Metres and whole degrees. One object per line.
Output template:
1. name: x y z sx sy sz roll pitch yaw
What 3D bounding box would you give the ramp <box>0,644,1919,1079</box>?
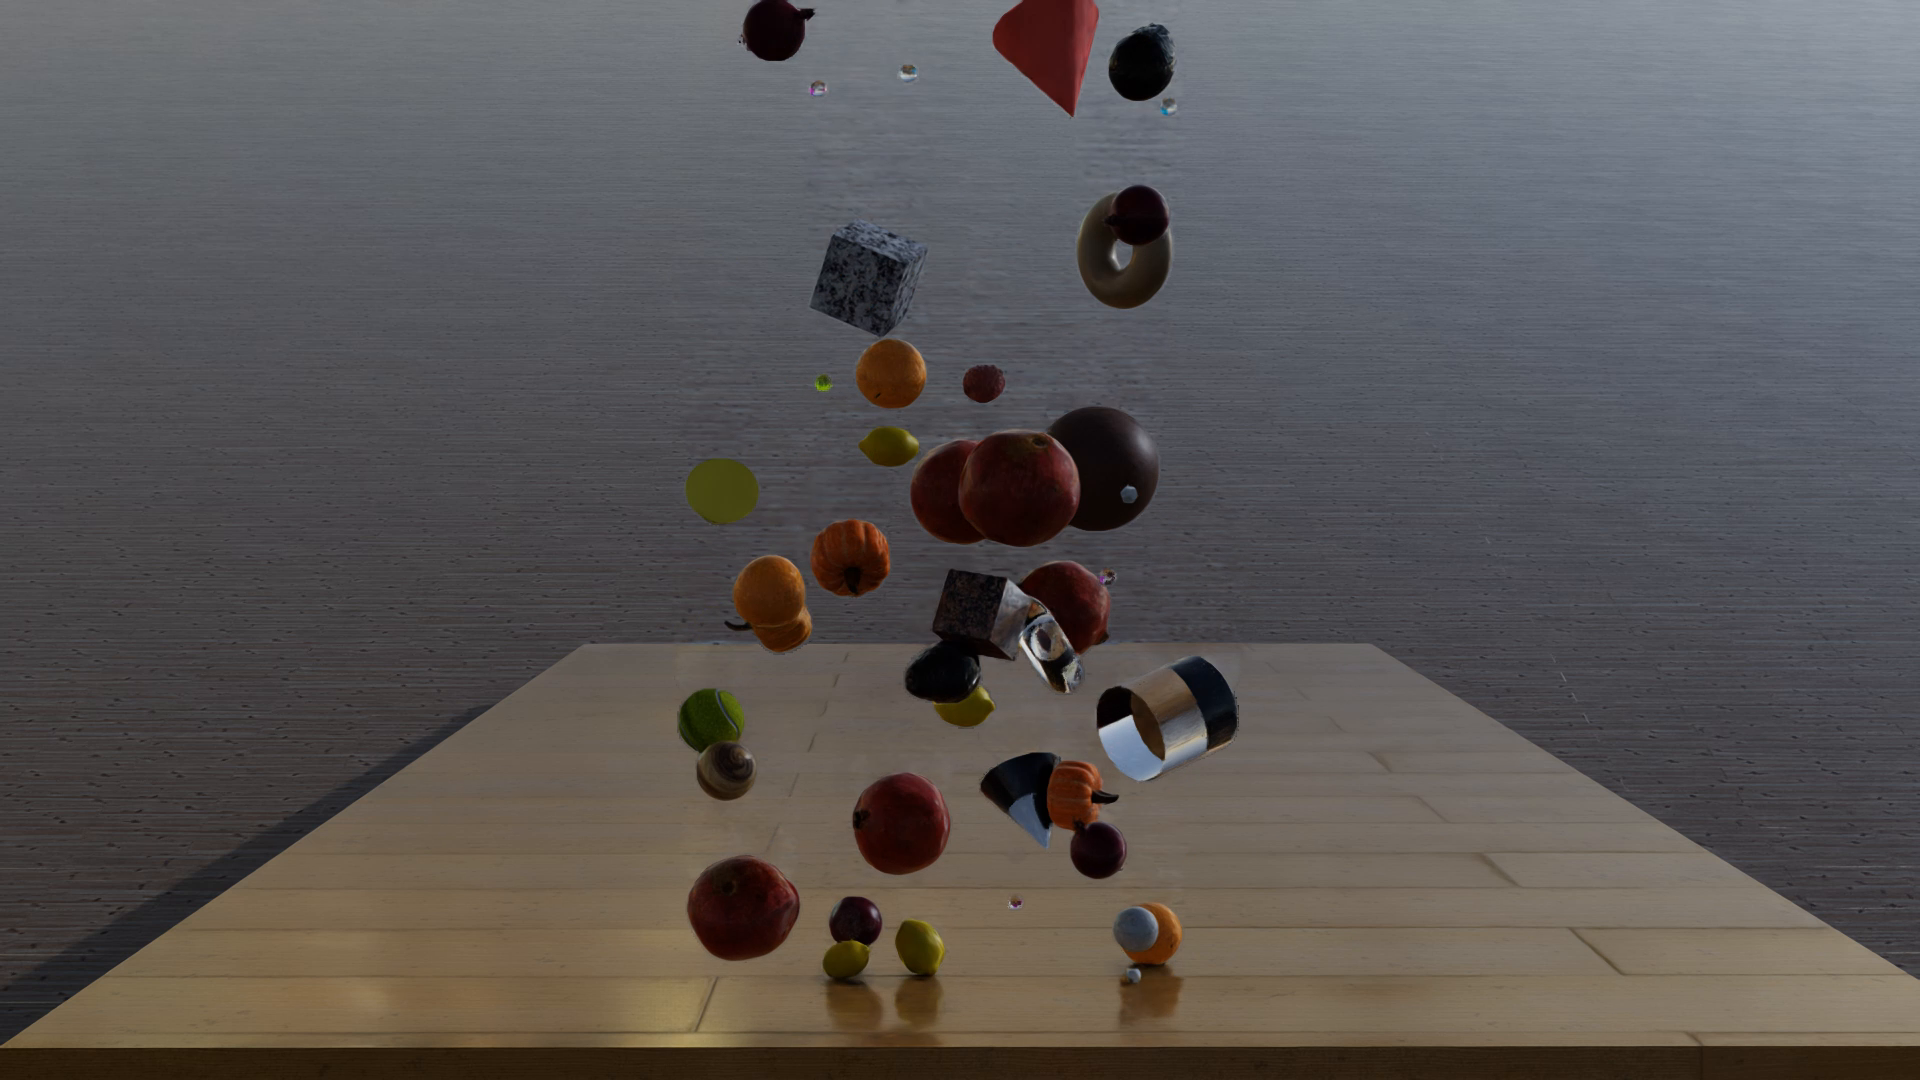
1. ramp: 0.048 0.432 4.533 2.000 0.100 4.000 0 3 0

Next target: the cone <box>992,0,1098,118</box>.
1. cone: 0.088 -0.414 2.271 0.098 0.098 0.098 -7 65 -18

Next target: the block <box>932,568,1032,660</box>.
1. block: 0.021 0.073 2.511 0.064 0.064 0.064 9 -17 27

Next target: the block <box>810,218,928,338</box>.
1. block: -0.094 -0.273 2.665 0.083 0.083 0.083 23 23 8

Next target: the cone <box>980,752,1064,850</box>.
1. cone: 0.082 0.300 2.818 0.096 0.096 0.096 -7 56 -18

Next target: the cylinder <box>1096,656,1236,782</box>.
1. cylinder: 0.208 0.179 2.588 0.100 0.100 0.100 -20 28 -34

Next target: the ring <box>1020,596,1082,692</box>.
1. ring: 0.085 0.104 2.569 0.036 0.109 0.109 -32 26 -5

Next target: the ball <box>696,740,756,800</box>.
1. ball: -0.243 0.239 2.671 0.063 0.063 0.063 0 20 0

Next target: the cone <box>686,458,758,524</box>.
1. cone: -0.241 -0.033 2.565 0.072 0.072 0.072 5 62 -9

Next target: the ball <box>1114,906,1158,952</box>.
1. ball: 0.194 0.429 2.830 0.050 0.050 0.050 0 20 0
